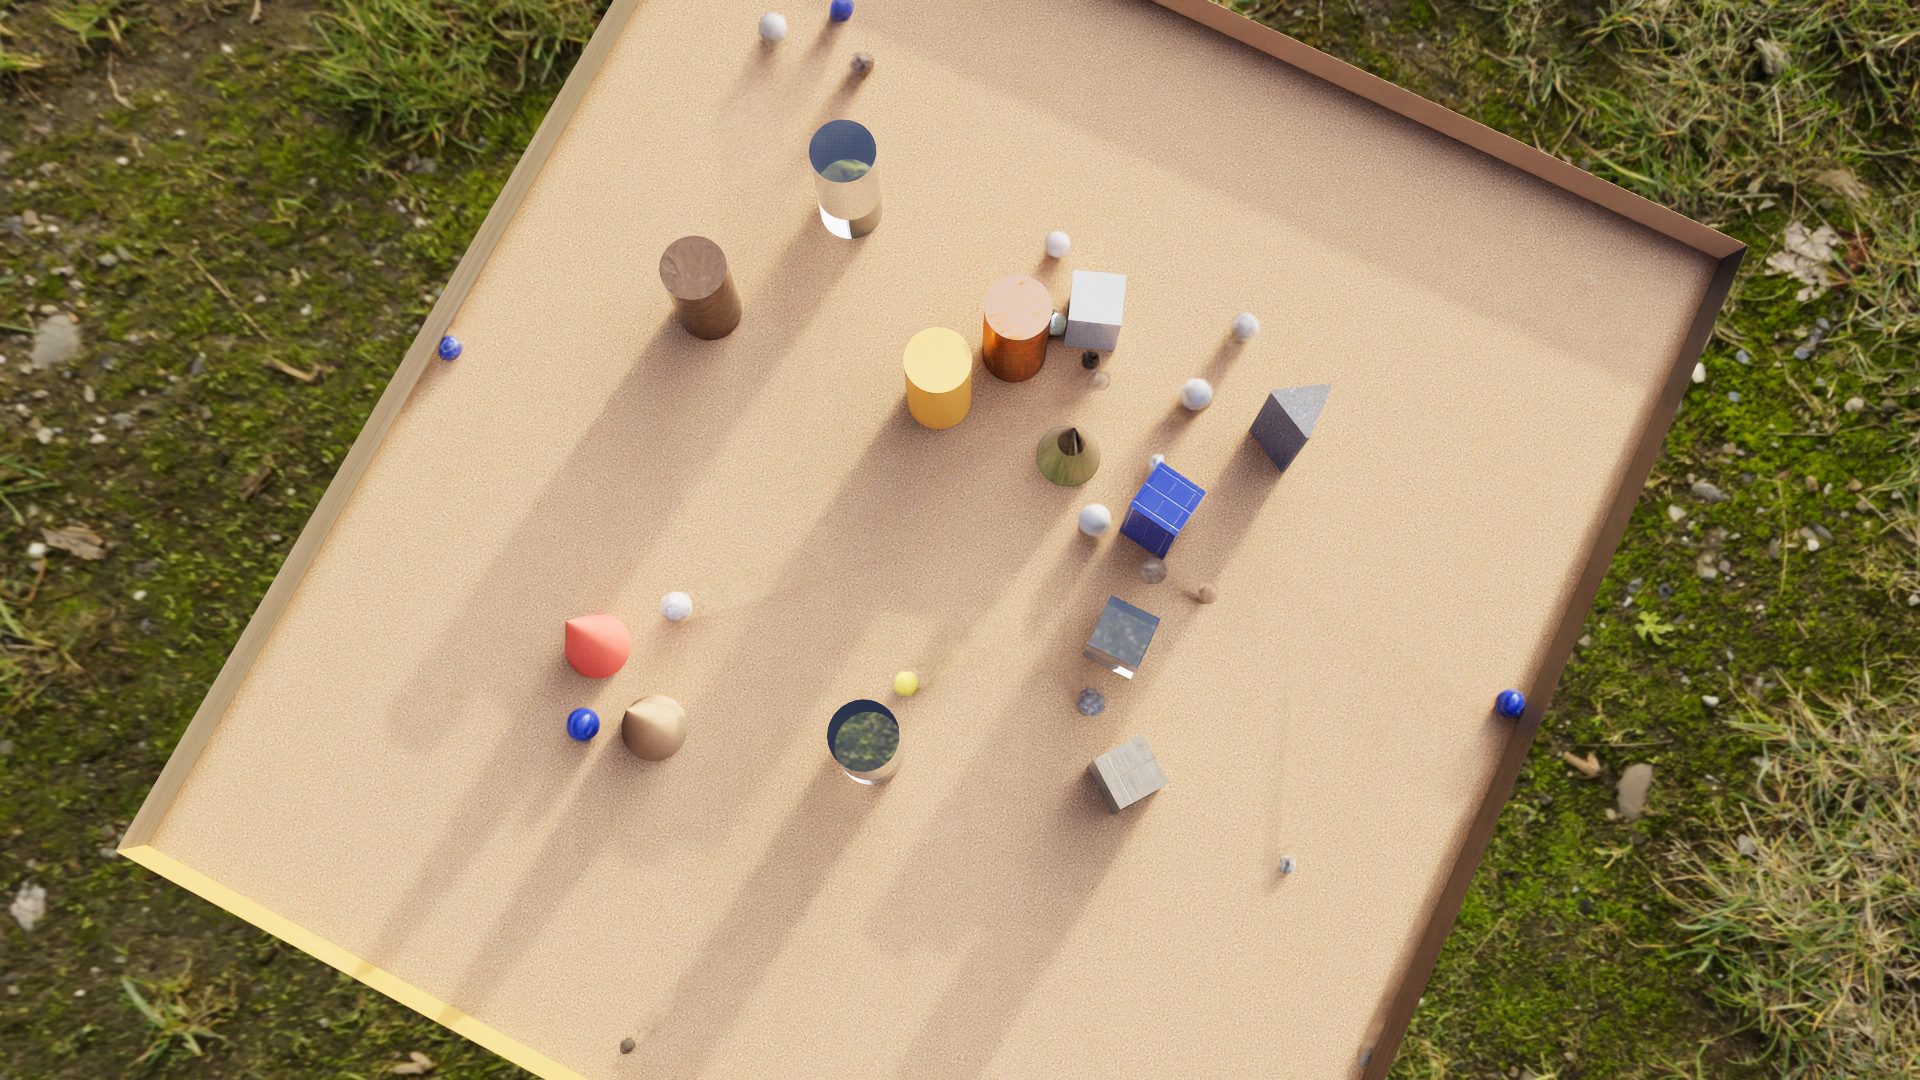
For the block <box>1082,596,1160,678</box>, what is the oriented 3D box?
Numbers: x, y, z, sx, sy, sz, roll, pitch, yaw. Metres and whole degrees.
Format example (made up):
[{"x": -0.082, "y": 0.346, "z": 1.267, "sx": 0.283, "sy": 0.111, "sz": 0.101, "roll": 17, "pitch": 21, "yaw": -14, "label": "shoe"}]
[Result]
[{"x": 0.477, "y": 0.290, "z": 5.431, "sx": 0.160, "sy": 0.246, "sz": 0.160, "roll": 25, "pitch": 79, "yaw": 5, "label": "block"}]

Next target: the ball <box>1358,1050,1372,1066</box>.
[{"x": 1.172, "y": 1.495, "z": 5.284, "sx": 0.046, "sy": 0.046, "sz": 0.046, "roll": 0, "pitch": 78, "yaw": 0, "label": "ball"}]

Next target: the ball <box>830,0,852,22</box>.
[{"x": -0.386, "y": -1.714, "z": 5.933, "sx": 0.075, "sy": 0.075, "sz": 0.075, "roll": 0, "pitch": 78, "yaw": 0, "label": "ball"}]

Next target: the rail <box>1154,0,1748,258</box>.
[{"x": 0.848, "y": -1.654, "z": 5.892, "sx": 3.542, "sy": 0.130, "sz": 0.045, "roll": 26, "pitch": 80, "yaw": 5, "label": "rail"}]

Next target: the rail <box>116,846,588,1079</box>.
[{"x": -0.848, "y": 1.668, "z": 5.204, "sx": 3.542, "sy": 0.130, "sz": 0.045, "roll": 26, "pitch": 80, "yaw": 5, "label": "rail"}]

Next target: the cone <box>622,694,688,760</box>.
[{"x": -0.917, "y": 0.515, "z": 5.264, "sx": 0.200, "sy": 0.481, "sz": 0.200, "roll": 0, "pitch": 78, "yaw": 0, "label": "cone"}]

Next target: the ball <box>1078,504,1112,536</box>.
[{"x": 0.412, "y": -0.059, "z": 5.578, "sx": 0.100, "sy": 0.100, "sz": 0.100, "roll": 0, "pitch": 78, "yaw": 0, "label": "ball"}]

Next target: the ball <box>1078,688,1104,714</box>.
[{"x": 0.390, "y": 0.482, "z": 5.476, "sx": 0.079, "sy": 0.079, "sz": 0.079, "roll": 0, "pitch": 78, "yaw": 0, "label": "ball"}]

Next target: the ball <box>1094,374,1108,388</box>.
[{"x": 0.437, "y": -0.496, "z": 5.696, "sx": 0.045, "sy": 0.045, "sz": 0.045, "roll": 0, "pitch": 78, "yaw": 0, "label": "ball"}]

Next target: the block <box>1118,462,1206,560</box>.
[{"x": 0.598, "y": -0.083, "z": 5.451, "sx": 0.160, "sy": 0.358, "sz": 0.160, "roll": 35, "pitch": 80, "yaw": 7, "label": "block"}]

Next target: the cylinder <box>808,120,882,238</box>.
[{"x": -0.345, "y": -1.099, "z": 5.614, "sx": 0.200, "sy": 0.451, "sz": 0.200, "roll": 0, "pitch": 78, "yaw": 0, "label": "cylinder"}]

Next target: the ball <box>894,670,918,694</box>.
[{"x": -0.160, "y": 0.427, "z": 5.492, "sx": 0.071, "sy": 0.071, "sz": 0.071, "roll": 0, "pitch": 78, "yaw": 0, "label": "ball"}]

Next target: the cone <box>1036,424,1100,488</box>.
[{"x": 0.336, "y": -0.294, "z": 5.507, "sx": 0.200, "sy": 0.334, "sz": 0.200, "roll": 0, "pitch": 78, "yaw": 0, "label": "cone"}]

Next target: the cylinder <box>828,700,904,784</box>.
[{"x": -0.265, "y": 0.584, "z": 5.253, "sx": 0.200, "sy": 0.475, "sz": 0.200, "roll": 0, "pitch": 78, "yaw": 0, "label": "cylinder"}]

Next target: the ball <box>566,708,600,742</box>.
[{"x": -1.119, "y": 0.548, "z": 5.452, "sx": 0.100, "sy": 0.100, "sz": 0.100, "roll": 0, "pitch": 78, "yaw": 0, "label": "ball"}]

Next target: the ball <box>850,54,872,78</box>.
[{"x": -0.319, "y": -1.527, "z": 5.895, "sx": 0.075, "sy": 0.075, "sz": 0.075, "roll": 0, "pitch": 78, "yaw": 0, "label": "ball"}]

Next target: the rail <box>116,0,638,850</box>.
[{"x": -1.563, "y": -0.758, "z": 5.706, "sx": 0.045, "sy": 0.130, "sz": 3.840, "roll": 26, "pitch": 80, "yaw": 5, "label": "rail"}]

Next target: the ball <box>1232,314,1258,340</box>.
[{"x": 0.887, "y": -0.662, "z": 5.712, "sx": 0.081, "sy": 0.081, "sz": 0.081, "roll": 0, "pitch": 78, "yaw": 0, "label": "ball"}]

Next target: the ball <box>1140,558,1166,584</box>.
[{"x": 0.585, "y": 0.092, "z": 5.558, "sx": 0.077, "sy": 0.077, "sz": 0.077, "roll": 0, "pitch": 78, "yaw": 0, "label": "ball"}]

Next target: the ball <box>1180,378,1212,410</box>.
[{"x": 0.727, "y": -0.449, "z": 5.661, "sx": 0.096, "sy": 0.096, "sz": 0.096, "roll": 0, "pitch": 78, "yaw": 0, "label": "ball"}]

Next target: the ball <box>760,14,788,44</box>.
[{"x": -0.601, "y": -1.648, "z": 5.911, "sx": 0.091, "sy": 0.091, "sz": 0.091, "roll": 0, "pitch": 78, "yaw": 0, "label": "ball"}]

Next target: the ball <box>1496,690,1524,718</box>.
[{"x": 1.642, "y": 0.490, "z": 5.472, "sx": 0.085, "sy": 0.085, "sz": 0.085, "roll": 0, "pitch": 78, "yaw": 0, "label": "ball"}]

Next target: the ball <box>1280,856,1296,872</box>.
[{"x": 0.963, "y": 0.953, "z": 5.395, "sx": 0.048, "sy": 0.048, "sz": 0.048, "roll": 0, "pitch": 78, "yaw": 0, "label": "ball"}]

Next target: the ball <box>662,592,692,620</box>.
[{"x": -0.853, "y": 0.199, "z": 5.530, "sx": 0.089, "sy": 0.089, "sz": 0.089, "roll": 0, "pitch": 78, "yaw": 0, "label": "ball"}]

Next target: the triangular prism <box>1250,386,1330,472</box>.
[{"x": 1.008, "y": -0.361, "z": 5.478, "sx": 0.150, "sy": 0.418, "sz": 0.173, "roll": -35, "pitch": 80, "yaw": -7, "label": "triangular prism"}]

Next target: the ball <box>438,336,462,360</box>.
[{"x": -1.586, "y": -0.599, "z": 5.703, "sx": 0.073, "sy": 0.073, "sz": 0.073, "roll": 0, "pitch": 78, "yaw": 0, "label": "ball"}]

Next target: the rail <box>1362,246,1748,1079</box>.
[{"x": 1.563, "y": 0.772, "z": 5.390, "sx": 0.045, "sy": 0.130, "sz": 3.840, "roll": 26, "pitch": 80, "yaw": 5, "label": "rail"}]

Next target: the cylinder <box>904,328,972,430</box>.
[{"x": -0.065, "y": -0.482, "z": 5.513, "sx": 0.200, "sy": 0.399, "sz": 0.200, "roll": 0, "pitch": 78, "yaw": 0, "label": "cylinder"}]

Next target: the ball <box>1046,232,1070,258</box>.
[{"x": 0.307, "y": -0.929, "z": 5.769, "sx": 0.079, "sy": 0.079, "sz": 0.079, "roll": 0, "pitch": 78, "yaw": 0, "label": "ball"}]

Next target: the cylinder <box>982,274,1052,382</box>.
[{"x": 0.169, "y": -0.632, "z": 5.528, "sx": 0.200, "sy": 0.430, "sz": 0.200, "roll": 0, "pitch": 78, "yaw": 0, "label": "cylinder"}]

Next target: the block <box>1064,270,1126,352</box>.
[{"x": 0.413, "y": -0.703, "z": 5.633, "sx": 0.160, "sy": 0.253, "sz": 0.160, "roll": 6, "pitch": 78, "yaw": 1, "label": "block"}]

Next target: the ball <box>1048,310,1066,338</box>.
[{"x": 0.288, "y": -0.675, "z": 5.712, "sx": 0.087, "sy": 0.087, "sz": 0.087, "roll": 0, "pitch": 78, "yaw": 0, "label": "ball"}]

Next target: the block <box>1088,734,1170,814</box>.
[{"x": 0.486, "y": 0.684, "z": 5.336, "sx": 0.160, "sy": 0.272, "sz": 0.160, "roll": -28, "pitch": 80, "yaw": -5, "label": "block"}]

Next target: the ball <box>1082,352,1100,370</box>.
[{"x": 0.405, "y": -0.556, "z": 5.704, "sx": 0.055, "sy": 0.055, "sz": 0.055, "roll": 0, "pitch": 78, "yaw": 0, "label": "ball"}]

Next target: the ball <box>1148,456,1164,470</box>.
[{"x": 0.606, "y": -0.238, "z": 5.642, "sx": 0.048, "sy": 0.048, "sz": 0.048, "roll": 0, "pitch": 78, "yaw": 0, "label": "ball"}]

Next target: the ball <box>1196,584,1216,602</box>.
[{"x": 0.746, "y": 0.161, "z": 5.553, "sx": 0.059, "sy": 0.059, "sz": 0.059, "roll": 0, "pitch": 78, "yaw": 0, "label": "ball"}]

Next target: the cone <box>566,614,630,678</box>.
[{"x": -1.096, "y": 0.272, "z": 5.320, "sx": 0.200, "sy": 0.470, "sz": 0.200, "roll": 0, "pitch": 78, "yaw": 0, "label": "cone"}]

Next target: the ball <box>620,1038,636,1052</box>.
[{"x": -0.959, "y": 1.460, "z": 5.293, "sx": 0.042, "sy": 0.042, "sz": 0.042, "roll": 0, "pitch": 78, "yaw": 0, "label": "ball"}]

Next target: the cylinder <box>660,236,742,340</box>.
[{"x": -0.785, "y": -0.762, "z": 5.578, "sx": 0.200, "sy": 0.384, "sz": 0.200, "roll": 0, "pitch": 78, "yaw": 0, "label": "cylinder"}]
